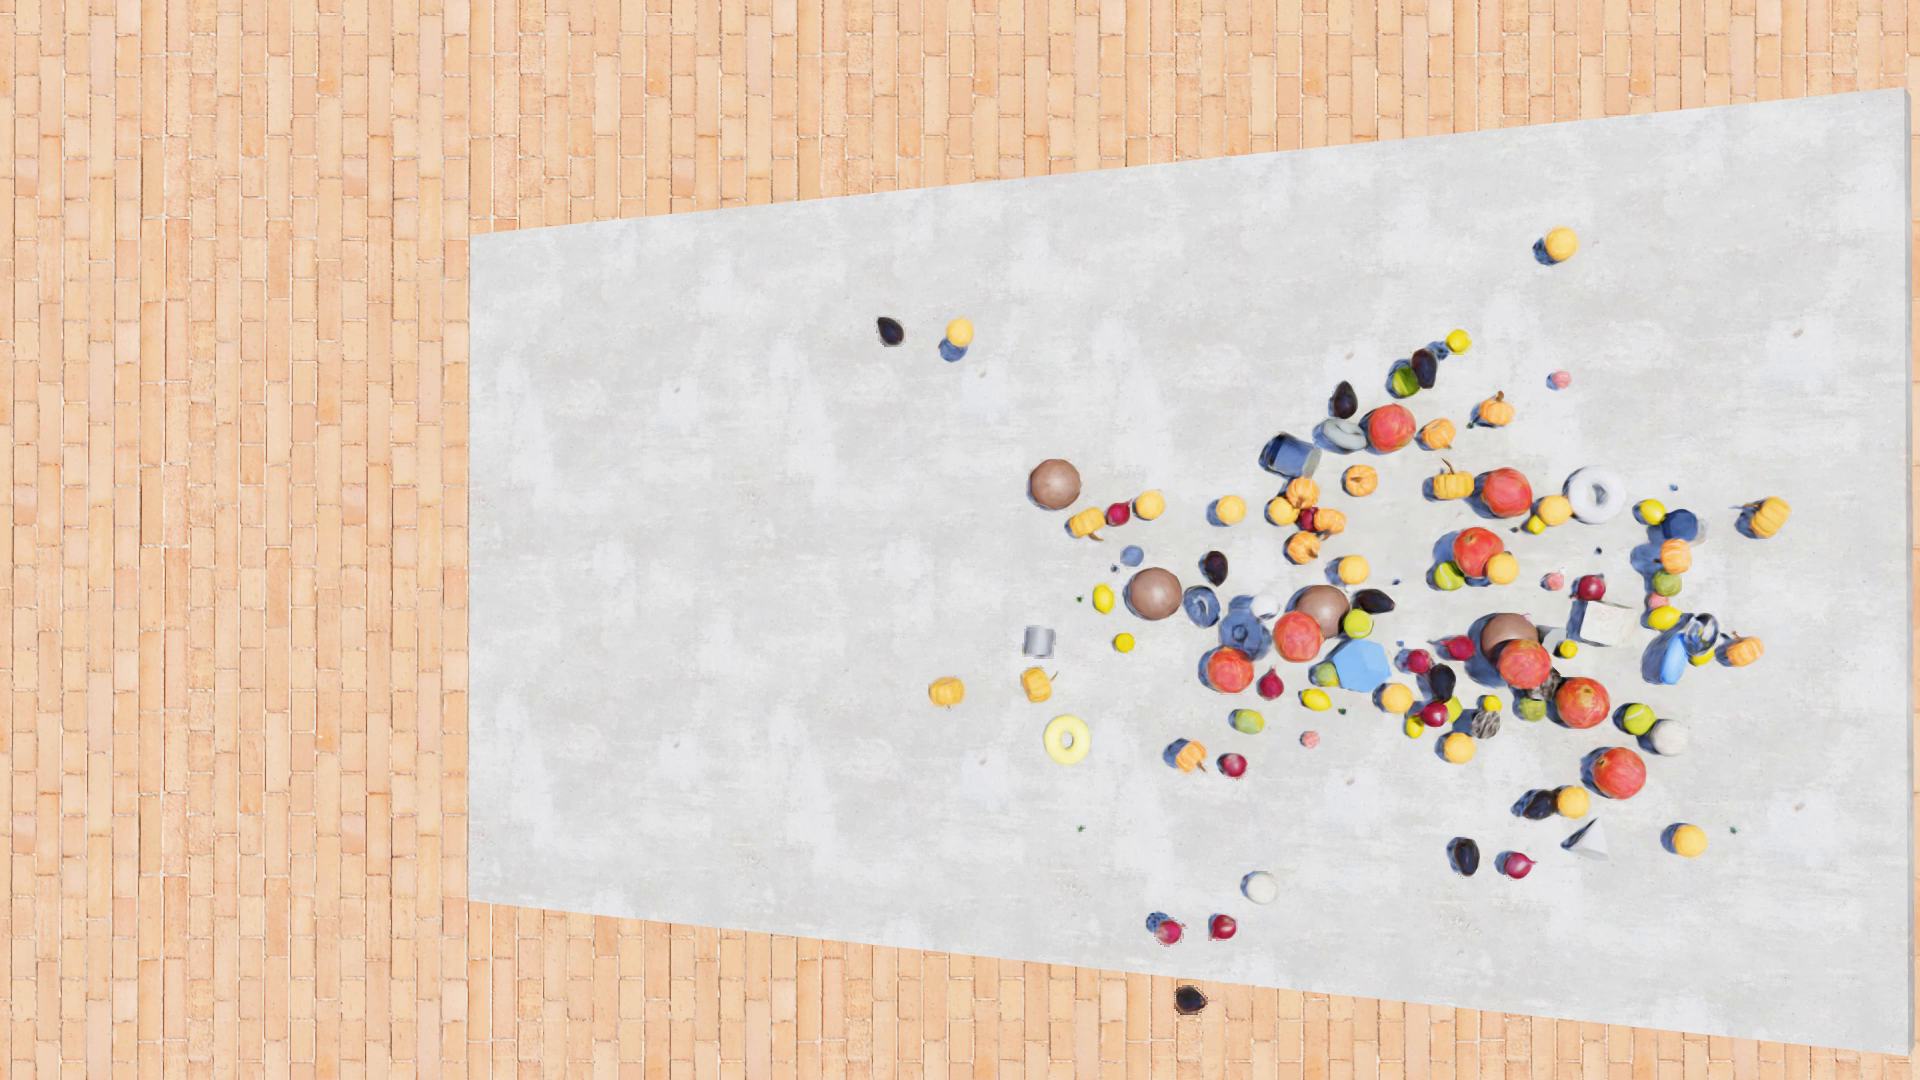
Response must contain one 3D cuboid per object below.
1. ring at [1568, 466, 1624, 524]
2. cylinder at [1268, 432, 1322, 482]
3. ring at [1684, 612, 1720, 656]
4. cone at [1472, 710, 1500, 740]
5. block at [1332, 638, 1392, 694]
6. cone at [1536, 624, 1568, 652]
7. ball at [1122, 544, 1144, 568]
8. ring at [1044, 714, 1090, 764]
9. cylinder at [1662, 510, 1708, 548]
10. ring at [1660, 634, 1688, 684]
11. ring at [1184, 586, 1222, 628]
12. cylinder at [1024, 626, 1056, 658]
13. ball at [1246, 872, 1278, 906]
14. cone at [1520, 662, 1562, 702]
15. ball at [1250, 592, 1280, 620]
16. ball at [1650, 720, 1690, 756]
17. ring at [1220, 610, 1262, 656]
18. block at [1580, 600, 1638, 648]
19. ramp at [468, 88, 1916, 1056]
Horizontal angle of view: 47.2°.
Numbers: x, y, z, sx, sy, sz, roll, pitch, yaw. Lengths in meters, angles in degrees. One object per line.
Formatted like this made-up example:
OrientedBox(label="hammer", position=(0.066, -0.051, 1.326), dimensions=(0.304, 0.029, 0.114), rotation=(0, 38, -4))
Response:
OrientedBox(label="ring", position=(1.400, -0.099, 4.841), dimensions=(0.131, 0.044, 0.131), rotation=(7, 101, 38))
OrientedBox(label="cylinder", position=(0.789, -0.196, 5.188), dimensions=(0.093, 0.093, 0.093), rotation=(26, 89, 29))
OrientedBox(label="ring", position=(1.576, 0.201, 4.677), dimensions=(0.099, 0.033, 0.099), rotation=(-14, 114, -33))
OrientedBox(label="cone", position=(1.161, 0.401, 4.919), dimensions=(0.069, 0.069, 0.069), rotation=(-4, 107, -13))
OrientedBox(label="block", position=(0.929, 0.291, 5.079), dimensions=(0.084, 0.084, 0.084), rotation=(14, 47, -34))
OrientedBox(label="cone", position=(1.307, 0.206, 4.908), dimensions=(0.067, 0.067, 0.067), rotation=(-13, 124, -21))
OrientedBox(label="ball", position=(0.427, 0.039, 5.425), dimensions=(0.056, 0.056, 0.056), rotation=(0, 89, 0))
OrientedBox(label="ring", position=(0.270, 0.502, 5.524), dimensions=(0.127, 0.042, 0.127), rotation=(-1, 87, 31))
OrientedBox(label="cylinder", position=(1.560, -0.025, 4.728), dimensions=(0.077, 0.077, 0.077), rotation=(-4, 83, 33))
OrientedBox(label="ring", position=(1.536, 0.256, 4.718), dimensions=(0.039, 0.116, 0.116), rotation=(18, 89, 25))
OrientedBox(label="ring", position=(0.588, 0.161, 5.321), dimensions=(0.036, 0.108, 0.108), rotation=(-19, 89, -36))
OrientedBox(label="cylinder", position=(0.200, 0.256, 5.534), dimensions=(0.069, 0.069, 0.069), rotation=(12, 78, 0))
OrientedBox(label="ball", position=(0.718, 0.830, 5.231), dimensions=(0.076, 0.076, 0.076), rotation=(0, 89, 0))
OrientedBox(label="cone", position=(1.281, 0.298, 4.832), dimensions=(0.090, 0.090, 0.090), rotation=(-3, 67, 8))
OrientedBox(label="ball", position=(0.700, 0.152, 5.049), dimensions=(0.067, 0.067, 0.067), rotation=(0, 89, 0))
OrientedBox(label="ball", position=(1.527, 0.425, 4.727), dimensions=(0.081, 0.081, 0.081), rotation=(0, 89, 0))
OrientedBox(label="ring", position=(0.675, 0.225, 5.285), dimensions=(0.111, 0.037, 0.111), rotation=(0, 90, 31))
OrientedBox(label="block", position=(1.418, 0.182, 4.805), dimensions=(0.084, 0.084, 0.084), rotation=(17, 99, 35))
OrientedBox(label="ramp", position=(0.265, 0.073, 5.613), dimensions=(4.000, 0.100, 2.000), rotation=(0, 89, 31))
